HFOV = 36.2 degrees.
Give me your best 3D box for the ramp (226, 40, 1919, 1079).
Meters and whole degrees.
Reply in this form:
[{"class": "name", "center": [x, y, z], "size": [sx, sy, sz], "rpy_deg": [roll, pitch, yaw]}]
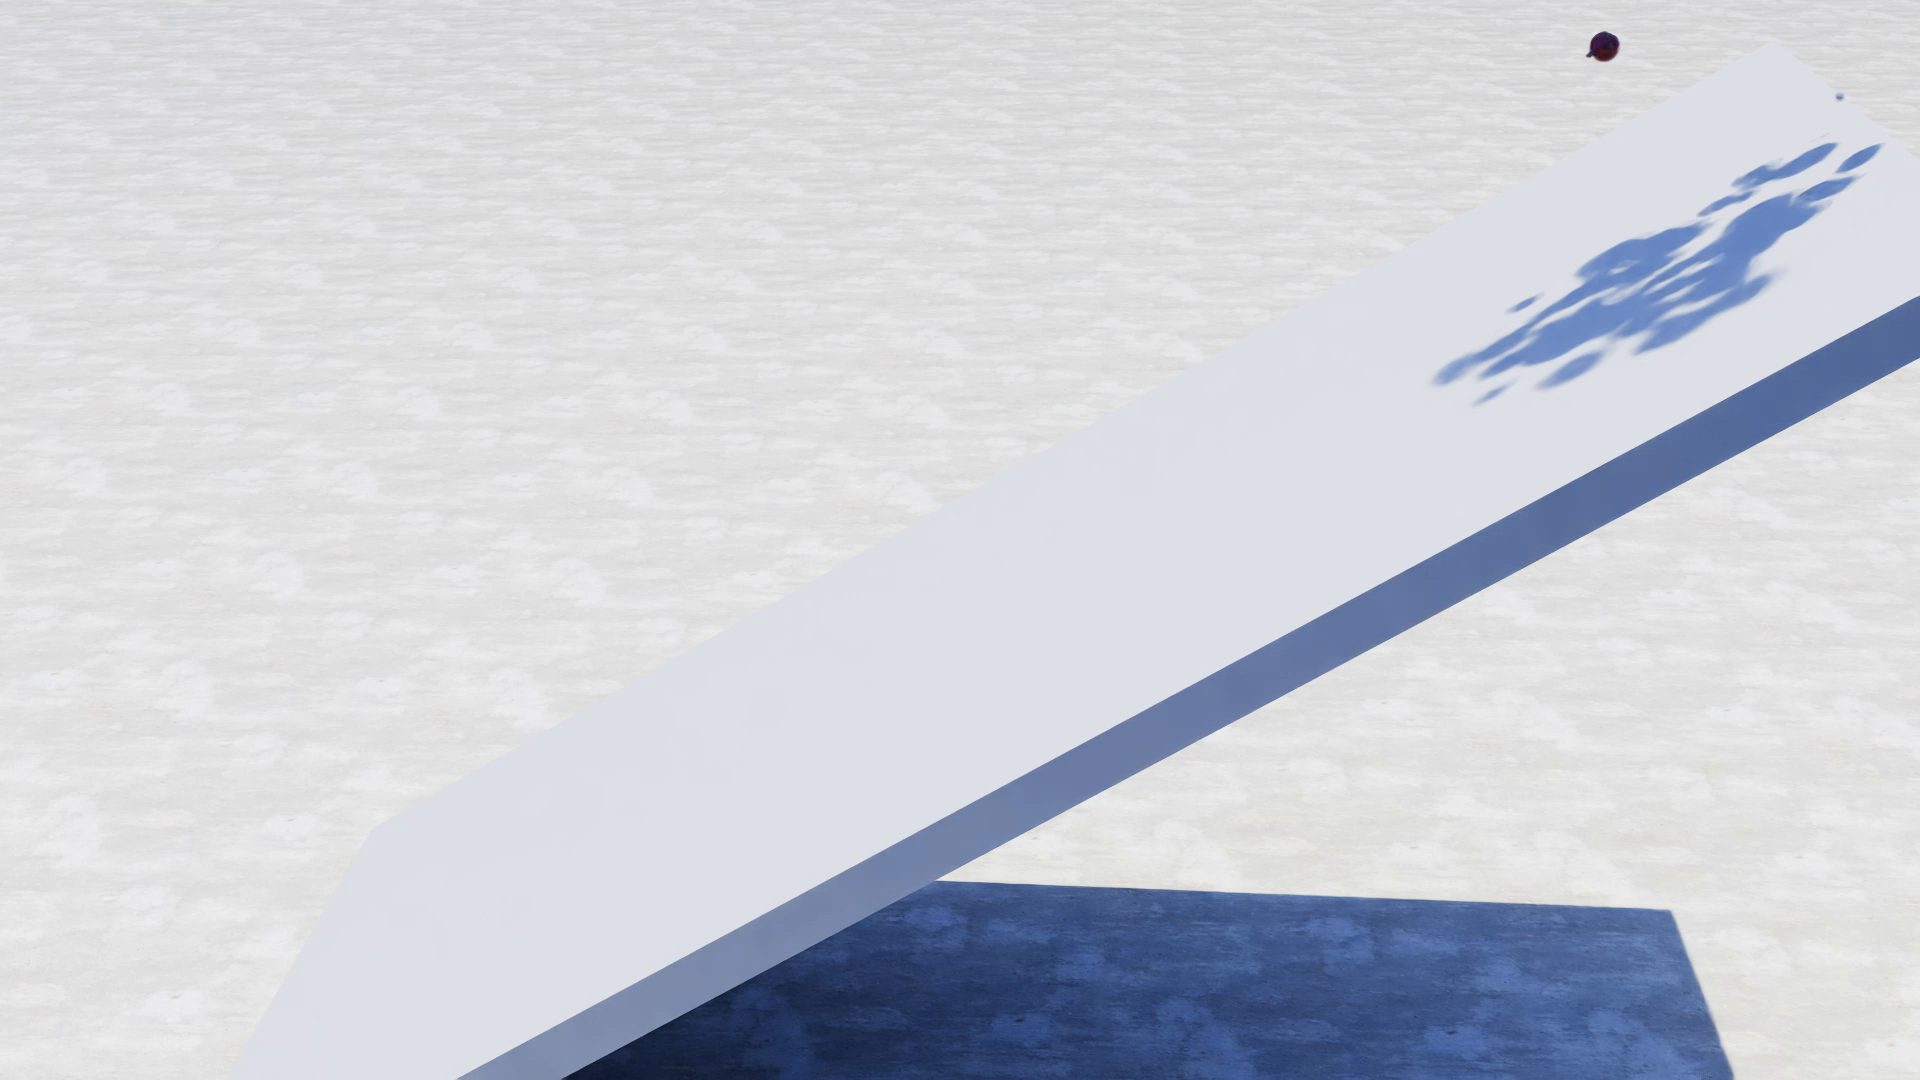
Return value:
[{"class": "ramp", "center": [0.141, 0.169, 6.288], "size": [4.000, 0.100, 2.000], "rpy_deg": [-29, 15, 13]}]
